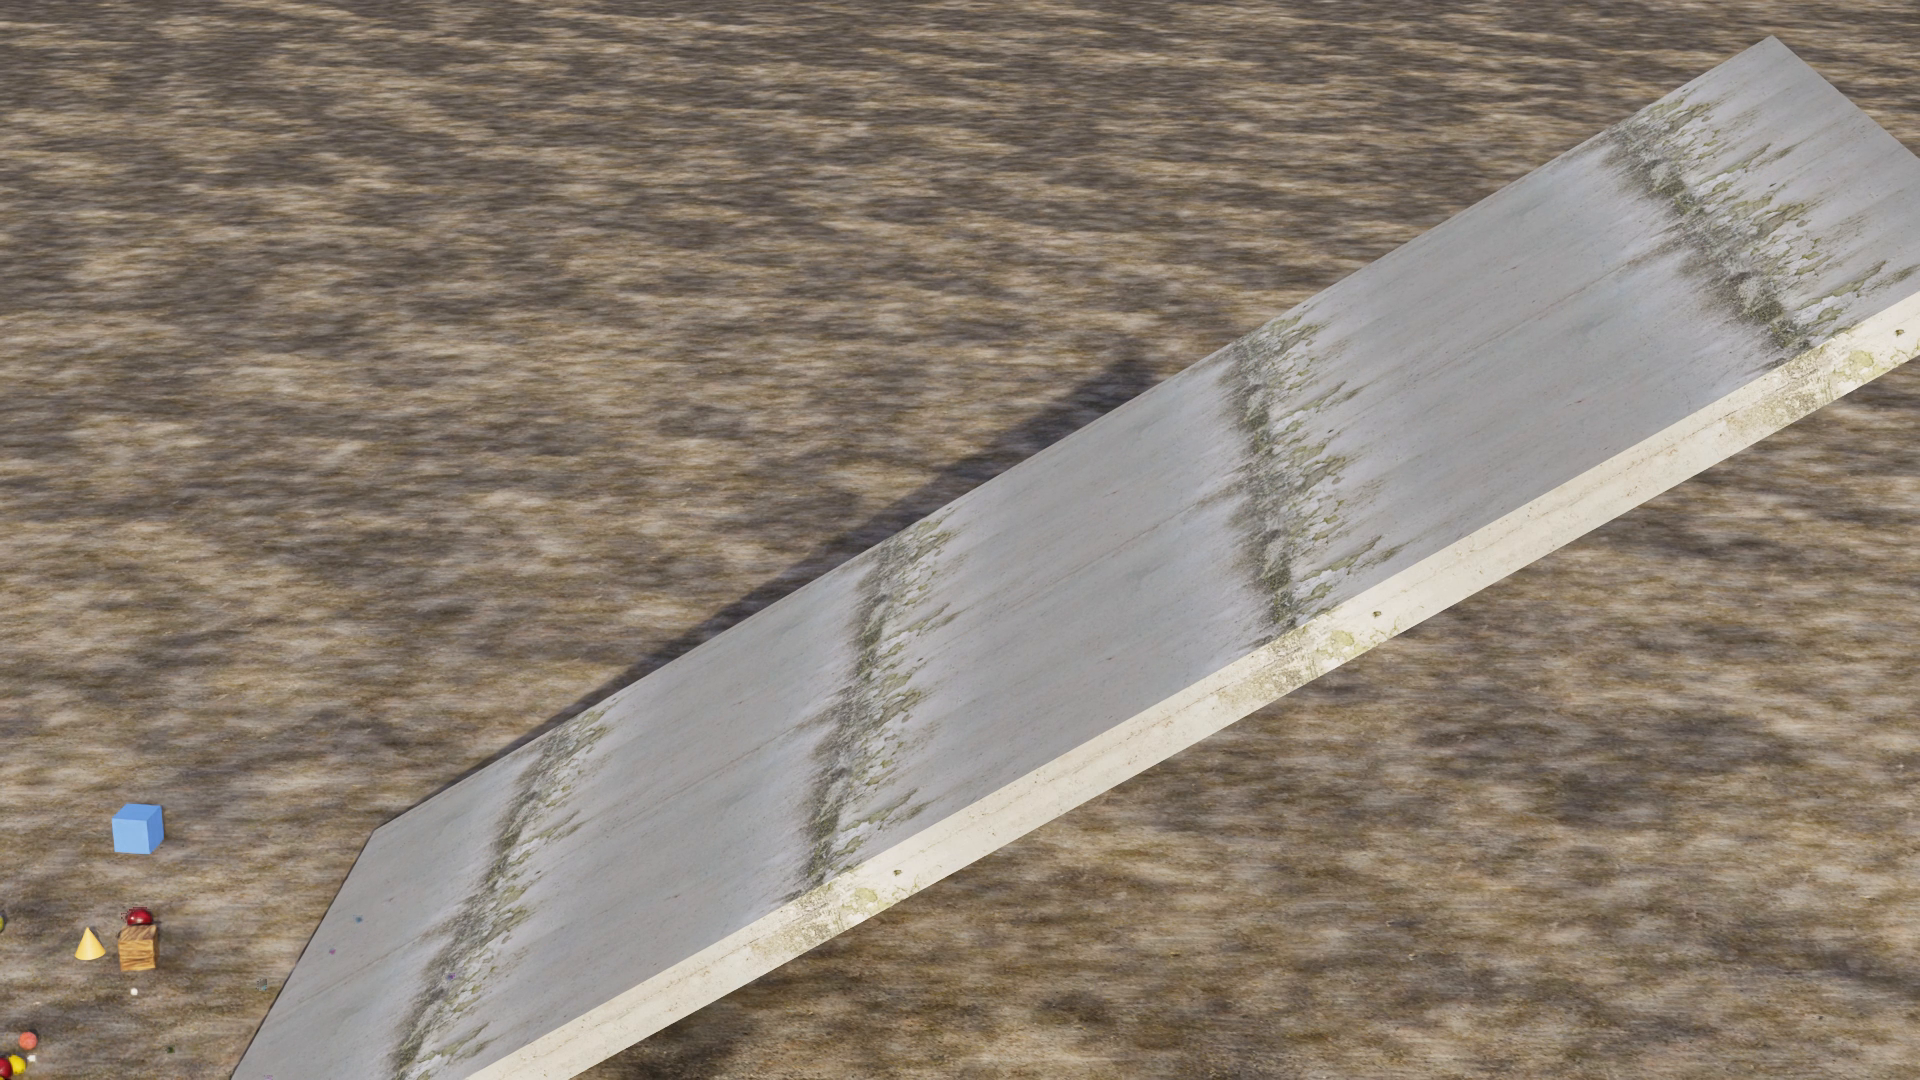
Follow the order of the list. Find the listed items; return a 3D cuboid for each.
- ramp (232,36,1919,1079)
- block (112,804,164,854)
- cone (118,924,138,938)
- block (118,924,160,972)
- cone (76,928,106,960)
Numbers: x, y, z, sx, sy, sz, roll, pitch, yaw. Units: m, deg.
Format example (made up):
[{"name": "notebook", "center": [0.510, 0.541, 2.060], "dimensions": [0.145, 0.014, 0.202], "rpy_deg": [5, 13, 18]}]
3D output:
[{"name": "ramp", "center": [0.141, 0.169, 6.289], "dimensions": [4.000, 0.100, 2.000], "rpy_deg": [-29, 15, 13]}, {"name": "block", "center": [-2.168, 0.761, 7.758], "dimensions": [0.096, 0.096, 0.096], "rpy_deg": [3, 20, 8]}, {"name": "cone", "center": [-2.030, 0.986, 7.224], "dimensions": [0.061, 0.061, 0.061], "rpy_deg": [-13, 50, -33]}, {"name": "block", "center": [-1.992, 0.990, 7.135], "dimensions": [0.080, 0.080, 0.080], "rpy_deg": [-2, 20, -6]}, {"name": "cone", "center": [-2.128, 0.977, 7.185], "dimensions": [0.072, 0.072, 0.072], "rpy_deg": [0, 19, 0]}]
